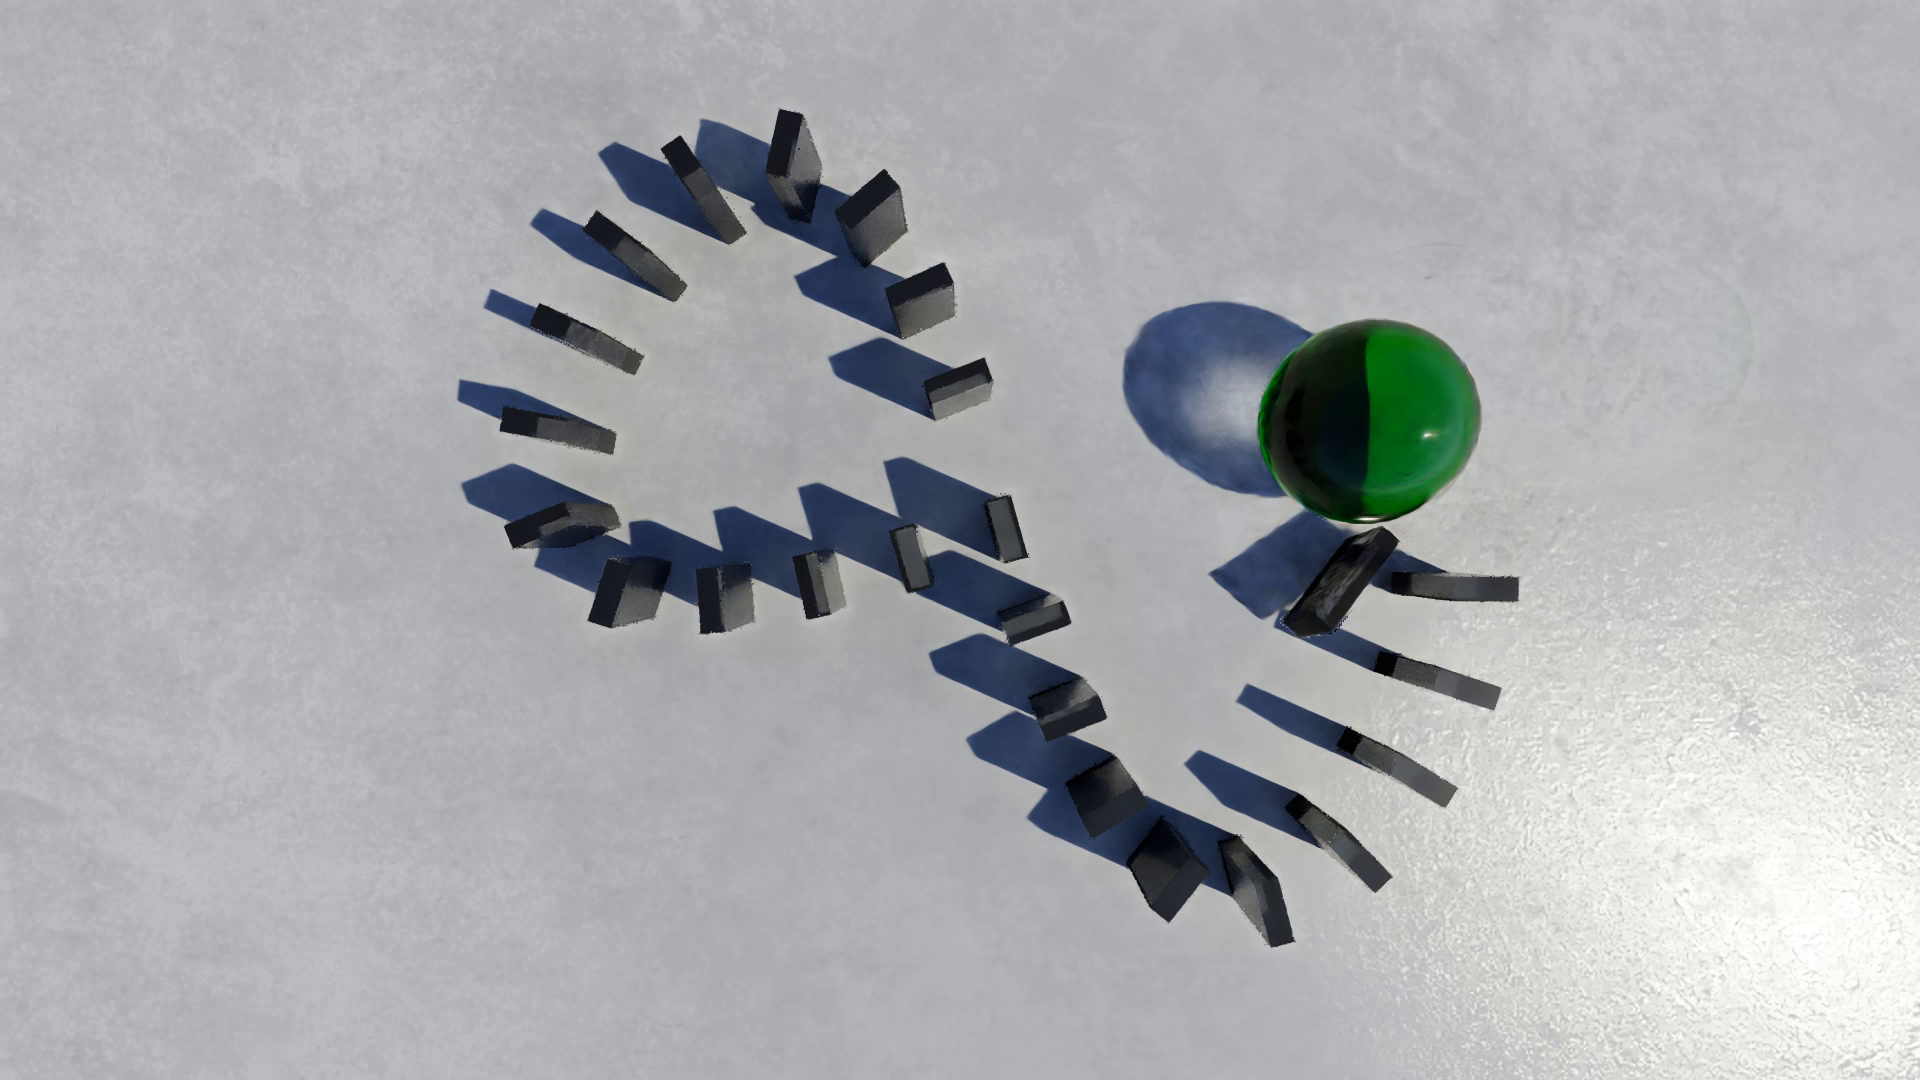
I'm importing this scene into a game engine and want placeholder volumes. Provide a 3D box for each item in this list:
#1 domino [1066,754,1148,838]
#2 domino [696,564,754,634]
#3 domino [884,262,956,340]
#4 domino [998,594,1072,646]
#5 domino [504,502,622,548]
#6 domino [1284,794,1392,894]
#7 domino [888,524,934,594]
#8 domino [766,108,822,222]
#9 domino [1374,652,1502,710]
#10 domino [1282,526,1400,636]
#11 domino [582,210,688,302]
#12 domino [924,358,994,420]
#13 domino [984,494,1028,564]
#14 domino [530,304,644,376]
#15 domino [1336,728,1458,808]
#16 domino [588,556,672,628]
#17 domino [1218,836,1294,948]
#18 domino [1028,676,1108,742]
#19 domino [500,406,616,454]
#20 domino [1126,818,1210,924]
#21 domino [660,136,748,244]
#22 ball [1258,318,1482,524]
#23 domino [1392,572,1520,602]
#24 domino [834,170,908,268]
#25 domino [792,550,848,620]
[{"bbox_3d":[0.059,0.104,0.375,0.025,0.050,0.010,-30,90,0],"label":"domino"},{"bbox_3d":[-0.095,0.023,0.375,0.009,0.050,0.025,-4,90,0],"label":"domino"},{"bbox_3d":[-0.015,-0.097,0.375,0.025,0.050,0.010,-24,90,0],"label":"domino"},{"bbox_3d":[0.029,0.032,0.375,0.025,0.050,0.010,-20,90,0],"label":"domino"},{"bbox_3d":[-0.161,-0.006,0.375,0.025,0.050,0.009,-22,90,0],"label":"domino"},{"bbox_3d":[0.153,0.123,0.375,0.009,0.050,0.025,-44,90,0],"label":"domino"},{"bbox_3d":[-0.019,0.007,0.375,0.009,0.050,0.025,-17,90,0],"label":"domino"},{"bbox_3d":[-0.067,-0.152,0.375,0.010,0.050,0.025,12,90,0],"label":"domino"},{"bbox_3d":[0.194,0.057,0.375,0.025,0.050,0.010,18,90,0],"label":"domino"},{"bbox_3d":[0.158,0.017,0.381,0.009,0.025,0.050,43,75,0],"label":"domino"},{"bbox_3d":[-0.132,-0.115,0.375,0.025,0.050,0.010,36,90,0],"label":"domino"},{"bbox_3d":[-0.001,-0.061,0.375,0.025,0.050,0.010,-21,90,0],"label":"domino"},{"bbox_3d":[0.018,-0.004,0.375,0.010,0.050,0.025,-16,90,0],"label":"domino"},{"bbox_3d":[-0.151,-0.081,0.375,0.025,0.050,0.009,25,90,0],"label":"domino"},{"bbox_3d":[0.177,0.092,0.375,0.025,0.050,0.010,31,90,0],"label":"domino"},{"bbox_3d":[-0.134,0.020,0.375,0.009,0.050,0.025,18,90,0],"label":"domino"},{"bbox_3d":[0.120,0.143,0.375,0.009,0.050,0.025,-15,90,0],"label":"domino"},{"bbox_3d":[0.043,0.068,0.375,0.025,0.050,0.010,-21,90,0],"label":"domino"},{"bbox_3d":[-0.163,-0.044,0.375,0.025,0.050,0.009,10,90,0],"label":"domino"},{"bbox_3d":[0.084,0.134,0.375,0.009,0.050,0.025,38,90,0],"label":"domino"},{"bbox_3d":[-0.104,-0.142,0.375,0.010,0.050,0.025,-34,90,0],"label":"domino"},{"bbox_3d":[0.159,-0.046,0.360,0.080,0.080,0.080,0,90,0],"label":"ball"},{"bbox_3d":[0.201,0.019,0.375,0.025,0.050,0.009,0,90,0],"label":"domino"},{"bbox_3d":[-0.035,-0.130,0.375,0.025,0.050,0.010,-41,90,0],"label":"domino"},{"bbox_3d":[-0.057,0.017,0.375,0.009,0.050,0.025,-13,90,0],"label":"domino"}]
